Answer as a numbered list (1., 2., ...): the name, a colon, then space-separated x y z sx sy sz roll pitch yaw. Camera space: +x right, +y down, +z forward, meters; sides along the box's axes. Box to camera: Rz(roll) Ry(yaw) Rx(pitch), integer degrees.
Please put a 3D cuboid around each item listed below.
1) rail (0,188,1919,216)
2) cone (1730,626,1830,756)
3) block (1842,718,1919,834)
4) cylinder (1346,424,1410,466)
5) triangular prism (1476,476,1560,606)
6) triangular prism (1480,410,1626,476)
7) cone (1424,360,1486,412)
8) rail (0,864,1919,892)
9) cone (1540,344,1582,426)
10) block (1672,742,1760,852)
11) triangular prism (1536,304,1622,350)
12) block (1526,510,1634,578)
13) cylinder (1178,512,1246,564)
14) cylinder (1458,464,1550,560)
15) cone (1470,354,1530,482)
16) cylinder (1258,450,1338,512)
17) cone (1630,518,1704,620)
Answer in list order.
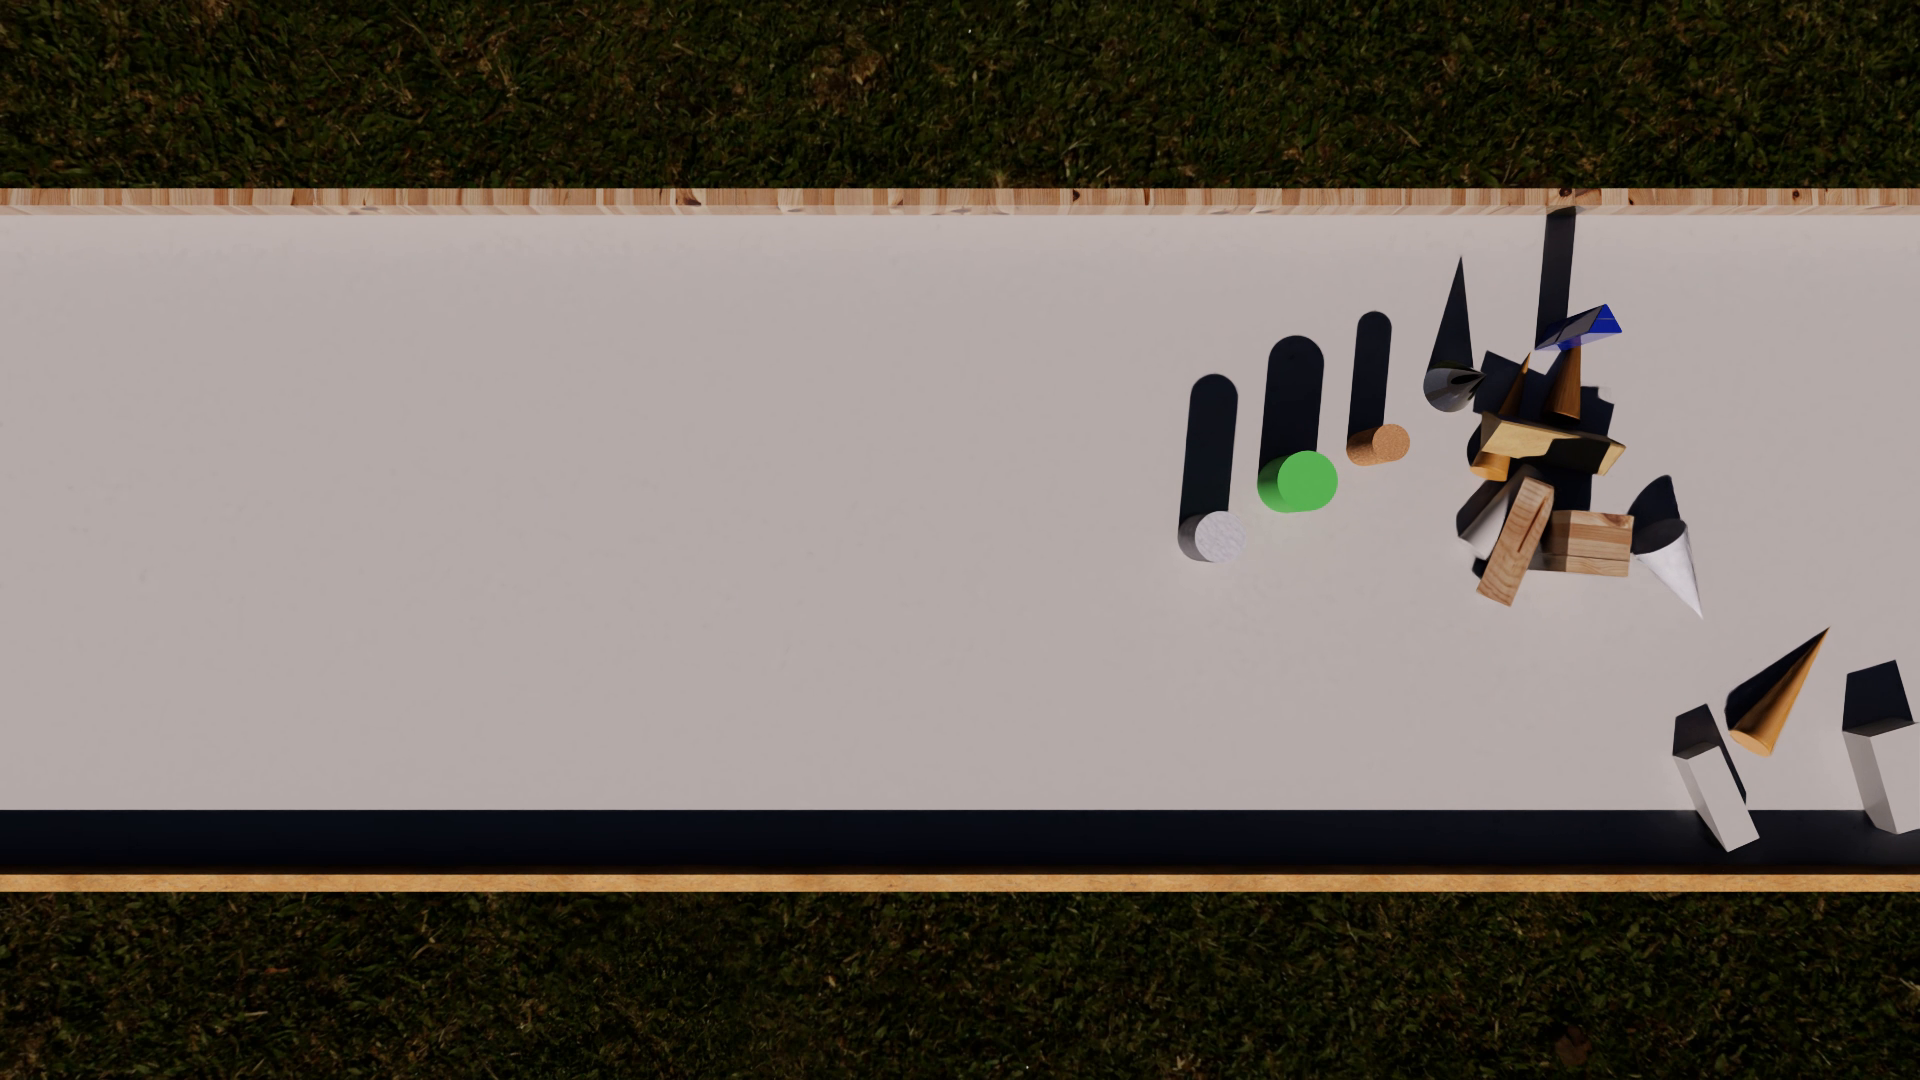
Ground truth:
1. rail: -2.247 -1.025 5.002 12.000 0.150 0.050 0 90 0
2. cone: 2.539 0.441 5.044 0.129 0.129 0.455 38 82 0
3. block: 2.831 0.711 4.998 0.156 0.156 0.302 -16 90 0
4. cylinder: 1.242 -0.281 4.913 0.108 0.326 0.108 0 90 0
5. triangular prism: 1.696 0.009 4.960 0.111 0.096 0.384 10 107 -29
6. triangular prism: 1.788 -0.304 4.966 0.417 0.109 0.126 10 77 -12
7. cone: 1.506 -0.473 4.895 0.161 0.362 0.161 0 90 0
8. rail: -2.247 1.025 5.001 12.000 0.150 0.050 0 90 0
9. cone: 1.869 -0.525 5.047 0.118 0.118 0.328 15 80 0
10. block: 2.301 0.780 5.024 0.105 0.105 0.304 -24 90 0
11. triangular prism: 1.814 -0.624 4.854 0.091 0.445 0.079 0 90 0
12. block: 1.836 0.011 4.899 0.178 0.350 0.178 5 90 1
13. cylinder: 0.743 -0.008 4.887 0.149 0.378 0.149 0 90 0
14. cylinder: 1.659 -0.085 5.024 0.105 0.105 0.303 41 90 0
15. cone: 1.683 -0.392 5.048 0.113 0.113 0.417 21 82 0
16. cylinder: 1.001 -0.170 4.912 0.174 0.329 0.174 0 90 0
17. cone: 2.197 0.116 5.034 0.176 0.176 0.324 -35 105 0
